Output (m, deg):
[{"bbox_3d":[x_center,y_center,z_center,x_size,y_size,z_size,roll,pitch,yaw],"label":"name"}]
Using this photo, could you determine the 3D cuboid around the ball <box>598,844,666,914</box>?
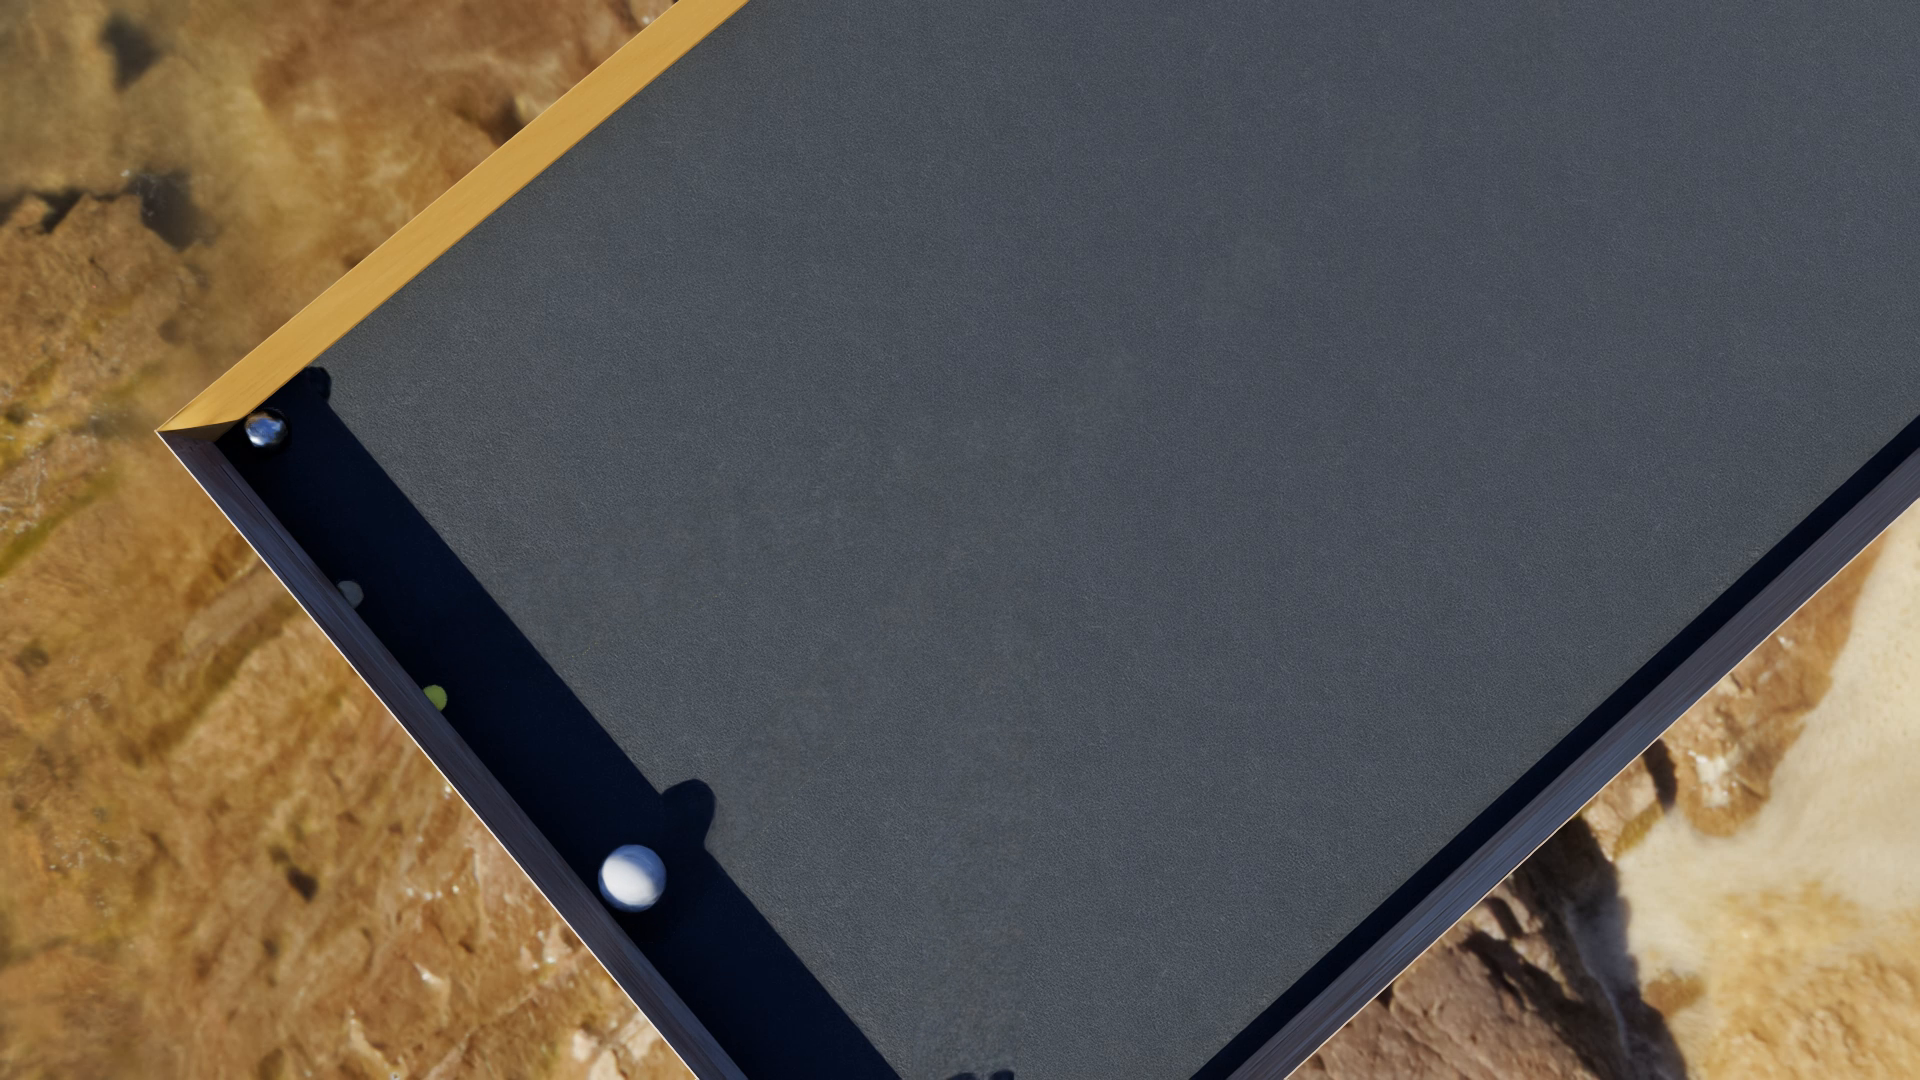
[{"bbox_3d":[-0.474,0.490,3.182,0.099,0.099,0.099,0,82,0],"label":"ball"}]

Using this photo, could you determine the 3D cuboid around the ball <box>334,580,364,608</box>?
[{"bbox_3d":[-0.911,0.082,3.269,0.046,0.046,0.046,0,82,0],"label":"ball"}]

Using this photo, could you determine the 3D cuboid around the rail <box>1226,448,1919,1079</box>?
[{"bbox_3d":[1.157,0.121,3.221,3.144,0.128,0.045,-41,84,-6],"label":"rail"}]

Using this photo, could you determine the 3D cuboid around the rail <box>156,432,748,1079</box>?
[{"bbox_3d":[-0.573,0.492,3.166,0.045,0.128,1.764,-41,84,-6],"label":"rail"}]

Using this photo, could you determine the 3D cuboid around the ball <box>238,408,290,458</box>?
[{"bbox_3d":[-1.041,-0.159,3.290,0.076,0.076,0.076,0,82,0],"label":"ball"}]

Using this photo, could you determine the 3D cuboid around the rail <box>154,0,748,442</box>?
[{"bbox_3d":[0.026,-1.156,3.411,3.144,0.128,0.045,-41,84,-6],"label":"rail"}]

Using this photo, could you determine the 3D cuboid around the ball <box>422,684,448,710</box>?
[{"bbox_3d":[-0.778,0.235,3.249,0.042,0.042,0.042,0,82,0],"label":"ball"}]
